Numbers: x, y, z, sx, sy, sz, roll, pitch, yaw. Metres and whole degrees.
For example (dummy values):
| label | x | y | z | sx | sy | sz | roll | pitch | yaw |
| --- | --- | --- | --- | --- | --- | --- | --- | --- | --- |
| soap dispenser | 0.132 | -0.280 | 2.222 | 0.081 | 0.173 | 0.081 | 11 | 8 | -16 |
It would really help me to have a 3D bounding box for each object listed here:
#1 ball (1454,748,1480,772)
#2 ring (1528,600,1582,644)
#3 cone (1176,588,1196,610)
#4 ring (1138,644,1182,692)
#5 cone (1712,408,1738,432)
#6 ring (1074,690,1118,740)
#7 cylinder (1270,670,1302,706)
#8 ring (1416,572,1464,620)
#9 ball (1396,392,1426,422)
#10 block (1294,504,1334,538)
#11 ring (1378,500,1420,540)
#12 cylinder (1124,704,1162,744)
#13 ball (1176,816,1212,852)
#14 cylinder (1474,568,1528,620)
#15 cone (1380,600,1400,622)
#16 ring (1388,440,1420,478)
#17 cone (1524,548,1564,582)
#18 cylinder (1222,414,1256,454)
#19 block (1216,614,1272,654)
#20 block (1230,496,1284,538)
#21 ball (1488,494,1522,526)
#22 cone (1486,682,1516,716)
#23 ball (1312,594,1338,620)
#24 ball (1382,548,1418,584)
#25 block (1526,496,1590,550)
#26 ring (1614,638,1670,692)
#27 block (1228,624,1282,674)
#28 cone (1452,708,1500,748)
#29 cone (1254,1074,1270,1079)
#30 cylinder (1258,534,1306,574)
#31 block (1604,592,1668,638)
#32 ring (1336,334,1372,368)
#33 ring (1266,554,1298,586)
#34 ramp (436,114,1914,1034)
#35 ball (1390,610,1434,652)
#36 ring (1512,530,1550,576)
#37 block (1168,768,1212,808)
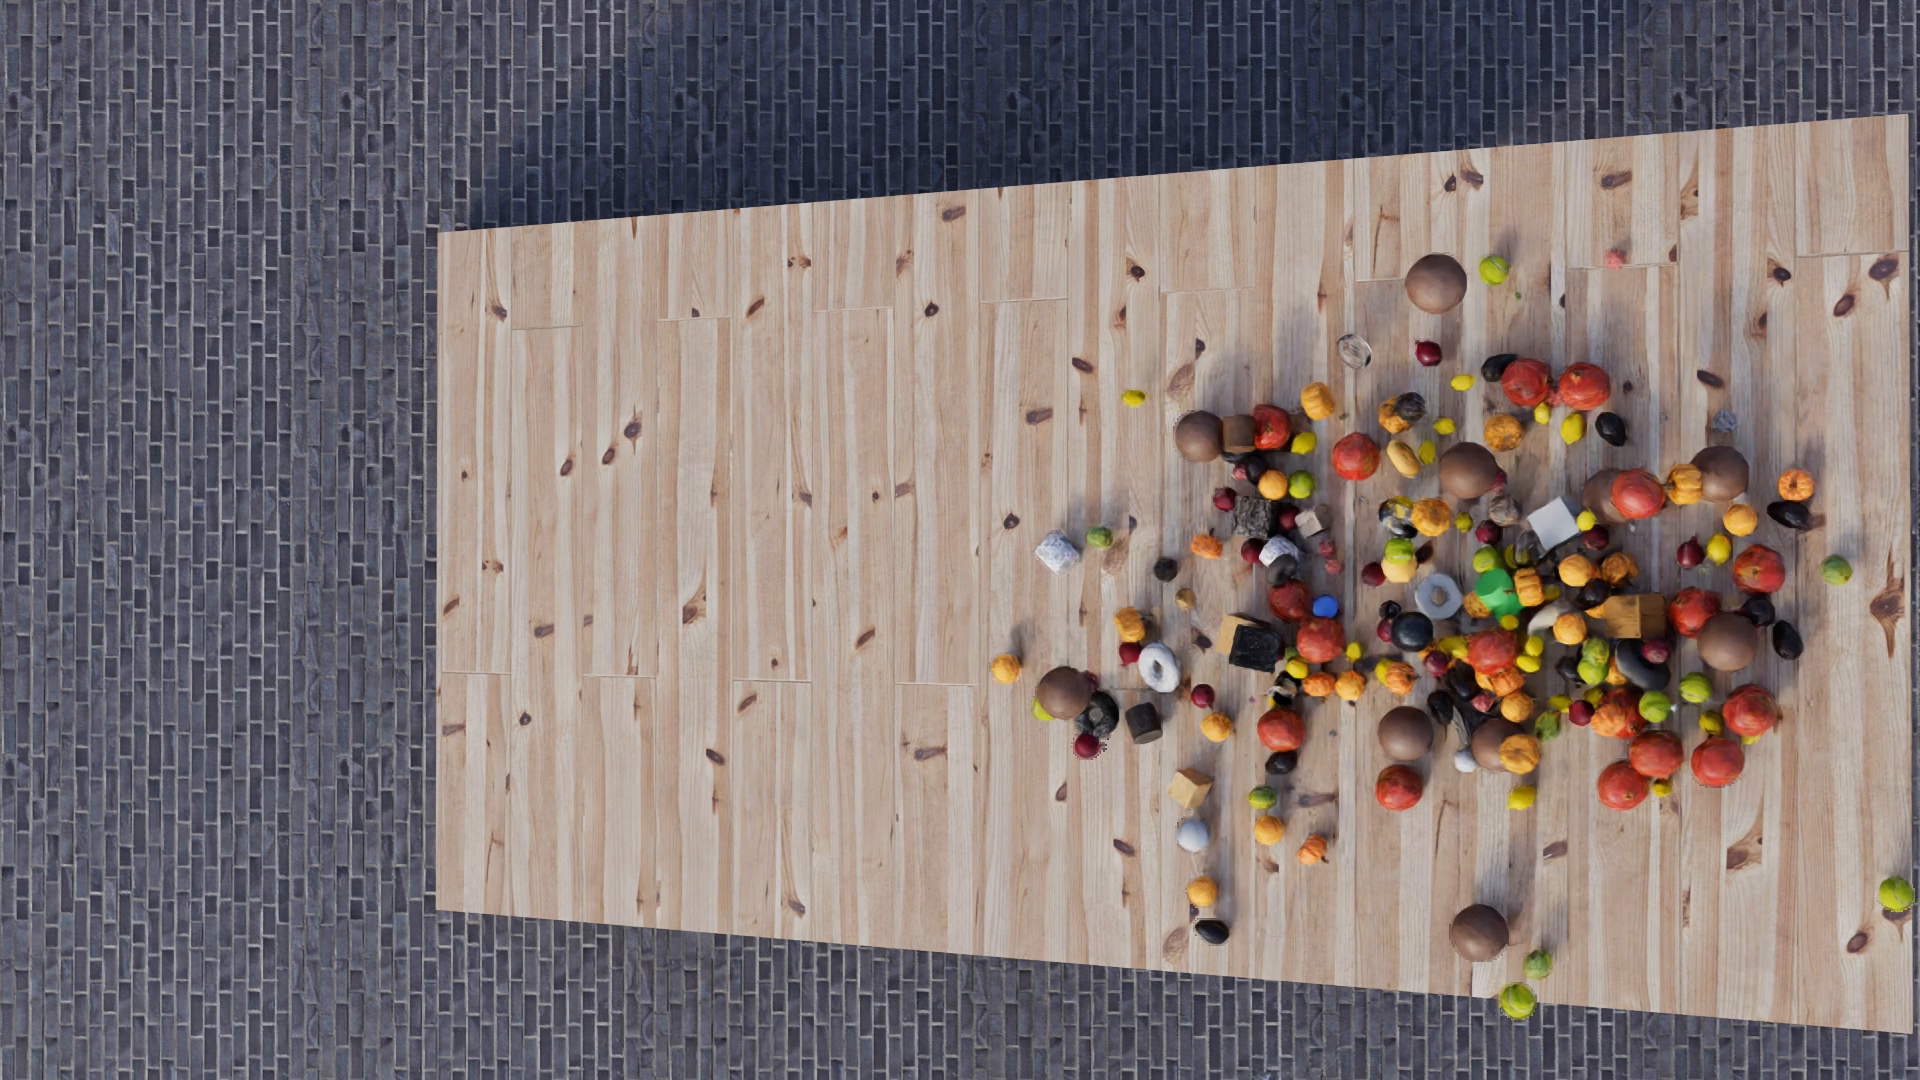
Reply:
| label | x | y | z | sx | sy | sz | roll | pitch | yaw |
| --- | --- | --- | --- | --- | --- | --- | --- | --- | --- |
| ball | 1.189 | 0.516 | 5.160 | 0.059 | 0.059 | 0.059 | 0 | 89 | 0 |
| ring | 1.365 | 0.190 | 5.046 | 0.136 | 0.136 | 0.045 | -22 | 54 | 0 |
| cone | 0.552 | 0.147 | 5.469 | 0.056 | 0.056 | 0.056 | 0 | 89 | 25 |
| ring | 0.499 | 0.318 | 5.477 | 0.044 | 0.131 | 0.131 | -22 | 89 | -35 |
| cone | 1.690 | -0.277 | 4.871 | 0.055 | 0.055 | 0.055 | -15 | 51 | 19 |
| ring | 0.344 | 0.444 | 5.573 | 0.123 | 0.041 | 0.123 | -1 | 87 | 25 |
| cylinder | 0.787 | 0.357 | 5.323 | 0.060 | 0.060 | 0.060 | 39 | 51 | 0 |
| ring | 1.131 | 0.133 | 5.185 | 0.111 | 0.037 | 0.111 | 1 | 93 | 12 |
| ball | 1.057 | -0.312 | 5.157 | 0.070 | 0.070 | 0.070 | 0 | 89 | 0 |
| block | 0.856 | -0.045 | 5.316 | 0.057 | 0.057 | 0.057 | -33 | 78 | 39 |
| ring | 1.026 | -0.048 | 5.139 | 0.112 | 0.112 | 0.037 | 39 | 127 | 0 |
| cylinder | 0.458 | 0.459 | 5.488 | 0.077 | 0.077 | 0.077 | -17 | 64 | 0 |
| ball | 0.578 | 0.727 | 5.434 | 0.085 | 0.085 | 0.085 | 0 | 89 | 0 |
| cylinder | 1.249 | 0.125 | 5.079 | 0.086 | 0.086 | 0.086 | -45 | 112 | 0 |
| cone | 1.020 | 0.171 | 5.248 | 0.053 | 0.053 | 0.053 | 0 | 89 | 25 |
| ring | 1.047 | -0.192 | 5.187 | 0.034 | 0.101 | 0.101 | -38 | 89 | 28 |
| cone | 1.332 | 0.067 | 5.046 | 0.081 | 0.081 | 0.081 | -16 | 89 | 22 |
| cylinder | 0.672 | -0.255 | 5.290 | 0.076 | 0.076 | 0.076 | -2 | 78 | 0 |
| block | 0.694 | 0.237 | 5.380 | 0.092 | 0.092 | 0.092 | 15 | 96 | 25 |
| block | 0.725 | -0.055 | 5.369 | 0.092 | 0.092 | 0.092 | 9 | 93 | 25 |
| ball | 1.269 | -0.069 | 5.119 | 0.077 | 0.077 | 0.077 | 0 | 89 | 0 |
| cone | 1.269 | 0.364 | 5.135 | 0.072 | 0.072 | 0.072 | 16 | 64 | 0 |
| ball | 0.881 | 0.163 | 5.309 | 0.062 | 0.062 | 0.062 | 0 | 89 | 0 |
| ball | 1.044 | 0.059 | 5.219 | 0.086 | 0.086 | 0.086 | 0 | 89 | 0 |
| block | 1.376 | -0.038 | 5.055 | 0.090 | 0.090 | 0.090 | -34 | 75 | 27 |
| ring | 1.534 | 0.281 | 4.946 | 0.139 | 0.139 | 0.046 | 33 | 127 | 0 |
| block | 0.706 | 0.260 | 5.264 | 0.097 | 0.097 | 0.097 | 12 | 90 | -1 |
| cone | 1.220 | 0.427 | 5.153 | 0.099 | 0.099 | 0.099 | -15 | 89 | -1 |
| cone | 0.749 | 1.355 | 5.476 | 0.078 | 0.078 | 0.078 | 39 | 105 | 0 |
| cylinder | 0.783 | 0.041 | 5.346 | 0.082 | 0.082 | 0.082 | 39 | 89 | 21 |
| block | 1.525 | 0.170 | 4.964 | 0.096 | 0.096 | 0.096 | -2 | 88 | -34 |
| ring | 0.940 | -0.449 | 5.245 | 0.093 | 0.093 | 0.031 | 47 | 58 | 0 |
| ring | 0.770 | 0.072 | 5.266 | 0.087 | 0.087 | 0.029 | -43 | 53 | 0 |
| ramp | 0.281 | 0.081 | 5.685 | 4.000 | 0.100 | 2.000 | 0 | 89 | 25 |
| ball | 1.050 | 0.212 | 5.110 | 0.099 | 0.099 | 0.099 | 0 | 89 | 0 |
| ring | 1.325 | 0.030 | 5.083 | 0.108 | 0.036 | 0.108 | -1 | 92 | -26 |
| block | 0.568 | 0.613 | 5.436 | 0.067 | 0.067 | 0.067 | 37 | 115 | 34 |
